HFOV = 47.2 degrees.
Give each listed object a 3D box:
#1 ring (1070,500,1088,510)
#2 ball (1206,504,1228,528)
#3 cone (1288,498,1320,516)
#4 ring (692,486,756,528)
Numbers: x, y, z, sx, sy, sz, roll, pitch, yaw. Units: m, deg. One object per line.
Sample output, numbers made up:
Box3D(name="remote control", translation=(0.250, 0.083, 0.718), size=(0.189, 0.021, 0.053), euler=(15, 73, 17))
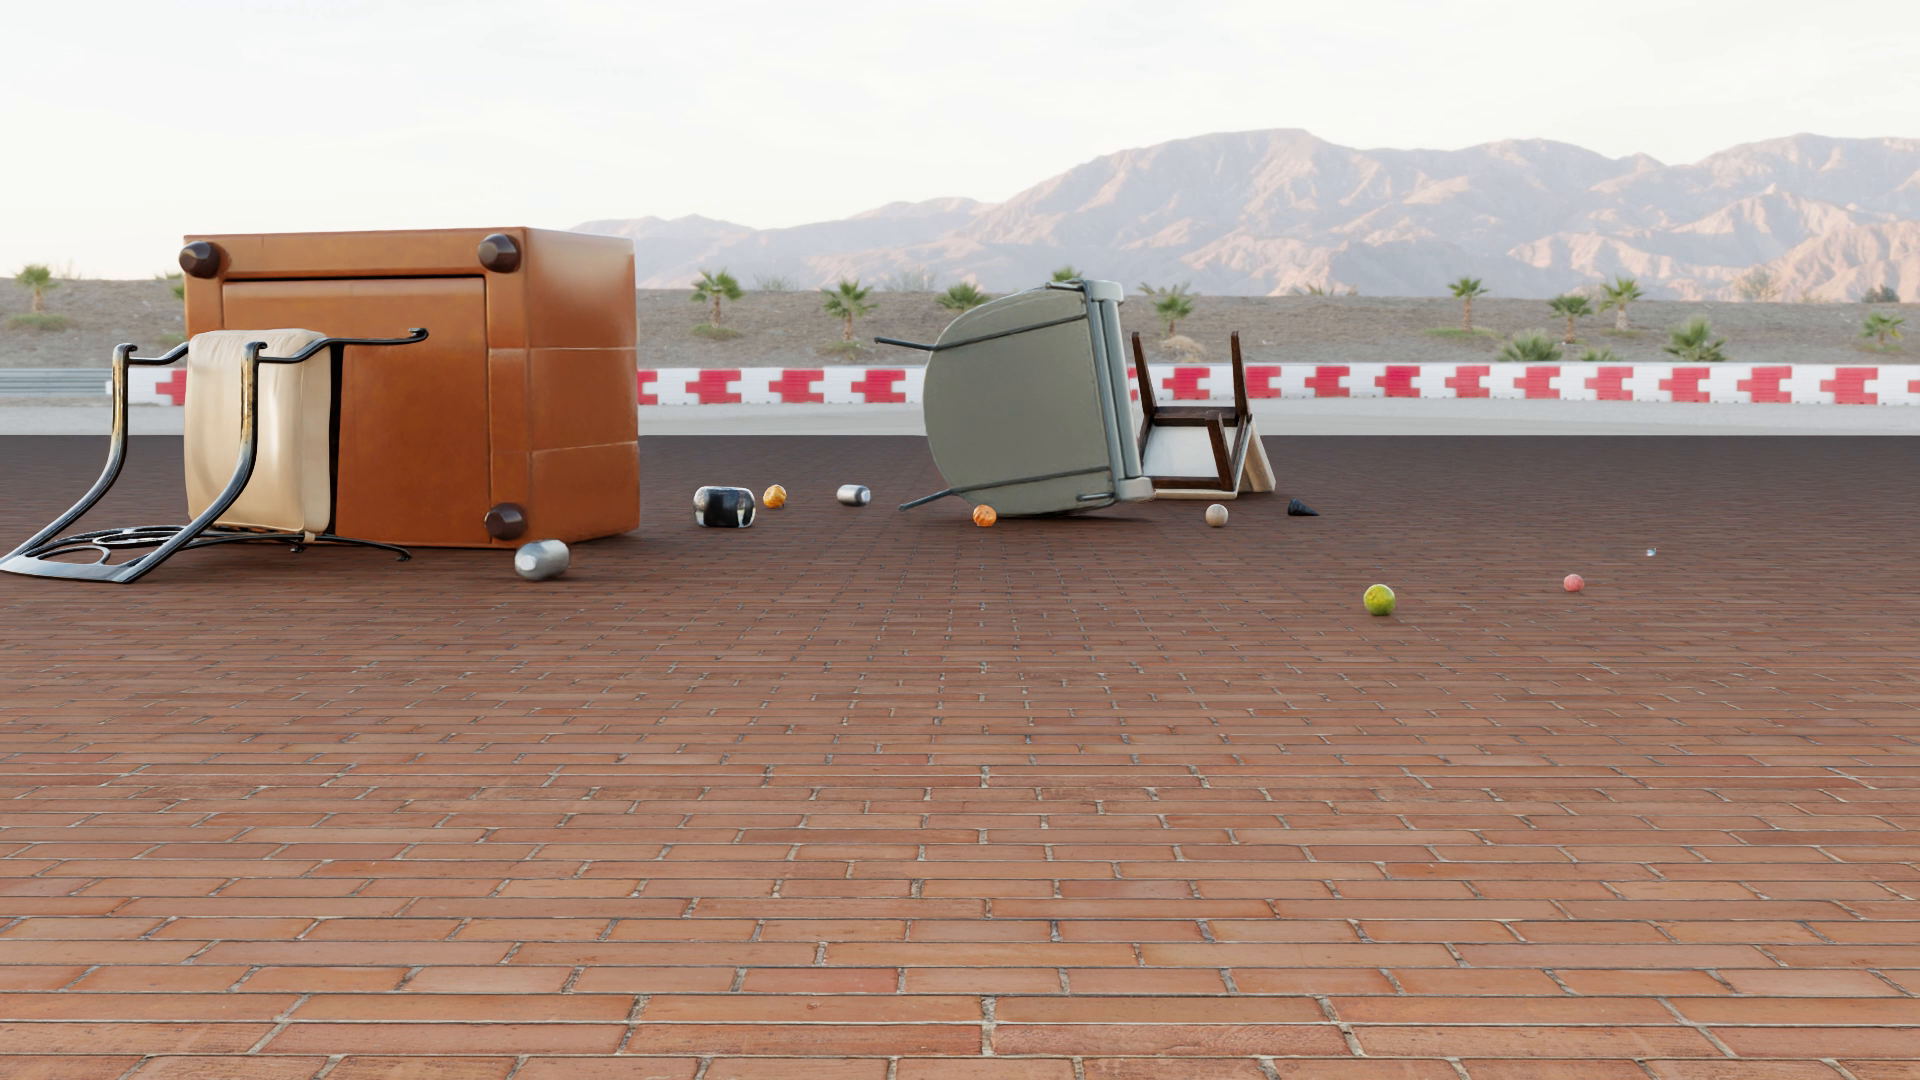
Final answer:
Box3D(name="ring", translation=(0.446, -0.130, 8.225), size=(0.061, 0.031, 0.093), euler=(3, 4, 24))
Box3D(name="ball", translation=(0.836, -0.079, 7.155), size=(0.074, 0.074, 0.074), euler=(0, 4, 0))
Box3D(name="cone", translation=(1.233, -0.102, 7.825), size=(0.108, 0.061, 0.107), euler=(18, 9, 21))
Box3D(name="ring", translation=(-0.774, -0.108, 7.212), size=(0.186, 0.127, 0.244), euler=(-1, 5, -40))
